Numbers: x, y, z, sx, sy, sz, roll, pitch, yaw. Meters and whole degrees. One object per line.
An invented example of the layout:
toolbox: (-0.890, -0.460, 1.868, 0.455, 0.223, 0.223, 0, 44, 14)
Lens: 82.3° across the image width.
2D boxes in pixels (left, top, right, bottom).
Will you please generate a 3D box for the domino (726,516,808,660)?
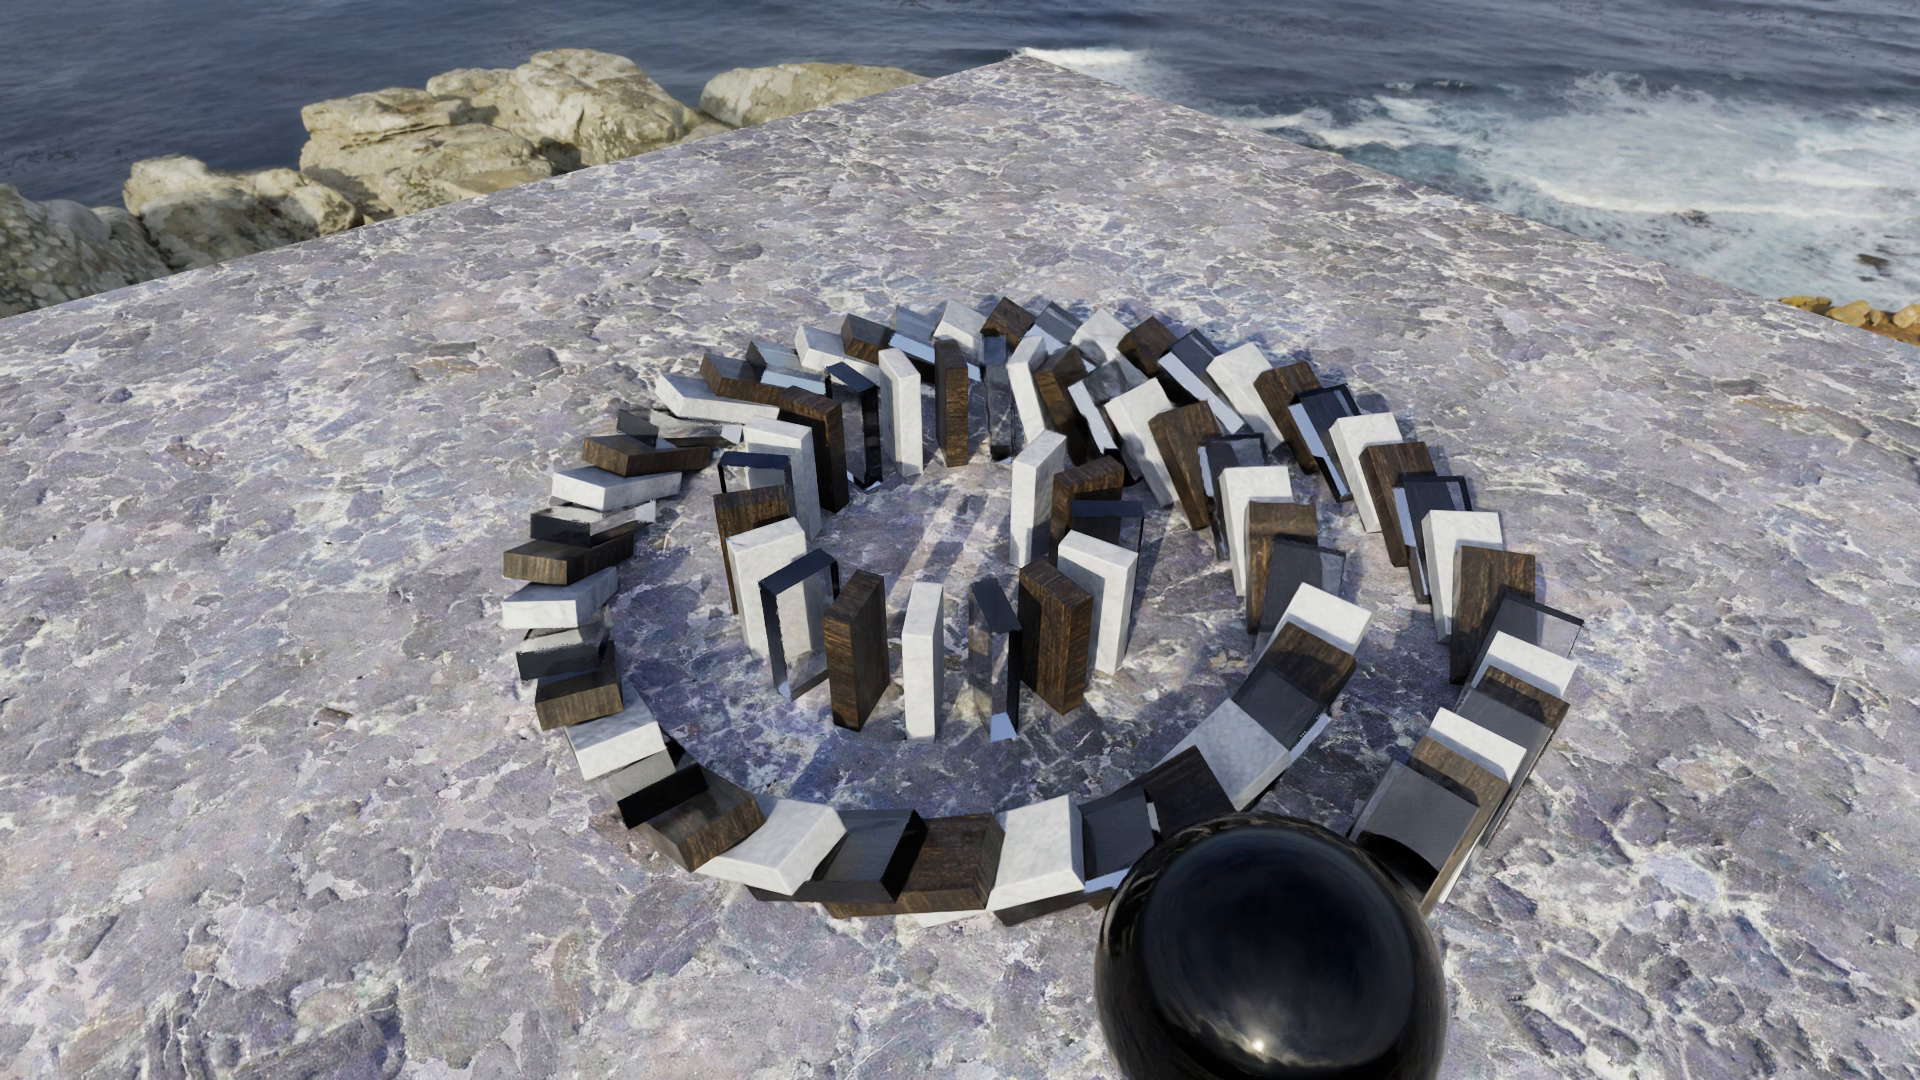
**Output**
domino: (-0.066, 0.018, 0.390, 0.025, 0.050, 0.010, -19, 43, -22)

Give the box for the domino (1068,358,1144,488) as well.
domino: (0.069, -0.051, 0.477, 0.025, 0.050, 0.010, -36, 12, -36)

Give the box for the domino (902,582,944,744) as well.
domino: (-0.012, 0.041, 0.362, 0.010, 0.050, 0.025, 4, 40, 5)

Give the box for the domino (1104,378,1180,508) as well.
domino: (0.085, -0.042, 0.470, 0.025, 0.009, 0.050, -29, 90, -31)

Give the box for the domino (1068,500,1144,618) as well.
domino: (0.052, 0.008, 0.401, 0.025, 0.050, 0.010, 0, 39, 0)

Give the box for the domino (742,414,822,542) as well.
domino: (-0.071, -0.024, 0.441, 0.025, 0.050, 0.010, 14, 41, 16)

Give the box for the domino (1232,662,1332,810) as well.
domino: (0.091, 0.065, 0.347, 0.050, 0.010, 0.025, -45, 53, -9)

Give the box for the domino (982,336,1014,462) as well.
domino: (0.017, -0.062, 0.487, 0.010, 0.050, 0.025, -3, 39, 5)

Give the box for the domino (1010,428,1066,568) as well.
domino: (0.030, -0.015, 0.430, 0.009, 0.050, 0.025, 22, 44, 24)

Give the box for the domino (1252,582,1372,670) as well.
domino: (0.117, 0.042, 0.375, 0.025, 0.010, 0.050, 26, 73, 28)

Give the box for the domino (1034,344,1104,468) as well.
domino: (0.051, -0.057, 0.483, 0.009, 0.050, 0.025, -8, 29, 39)

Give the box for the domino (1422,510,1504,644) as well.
domino: (0.189, 0.014, 0.410, 0.025, 0.010, 0.050, 2, 65, 3)

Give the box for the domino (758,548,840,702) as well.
domino: (-0.053, 0.029, 0.376, 0.025, 0.050, 0.010, -31, 49, -32)

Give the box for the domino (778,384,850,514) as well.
domino: (-0.060, -0.037, 0.457, 0.025, 0.050, 0.009, 22, 44, 25)

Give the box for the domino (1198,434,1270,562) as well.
domino: (0.114, -0.018, 0.445, 0.025, 0.009, 0.050, -4, 72, -5)

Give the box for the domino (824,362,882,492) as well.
domino: (-0.045, -0.048, 0.470, 0.009, 0.050, 0.025, -28, 47, -30)

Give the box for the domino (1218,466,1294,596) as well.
domino: (0.118, -0.004, 0.429, 0.025, 0.010, 0.050, -2, 70, -3)

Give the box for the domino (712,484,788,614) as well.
domino: (-0.075, 0.004, 0.406, 0.025, 0.050, 0.009, -9, 40, -11)

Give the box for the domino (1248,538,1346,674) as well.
domino: (0.121, 0.026, 0.394, 0.025, 0.010, 0.050, 12, 69, 14)

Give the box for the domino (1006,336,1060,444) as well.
domino: (0.035, -0.062, 0.486, 0.009, 0.050, 0.025, -2, 36, 25)

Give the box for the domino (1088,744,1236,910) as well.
domino: (0.055, 0.084, 0.323, 0.050, 0.009, 0.025, -32, 42, 5)

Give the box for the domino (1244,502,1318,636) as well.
domino: (0.121, 0.011, 0.412, 0.025, 0.009, 0.050, 3, 68, 4)

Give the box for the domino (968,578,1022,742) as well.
domino: (0.011, 0.040, 0.363, 0.009, 0.050, 0.025, -11, 41, -13)

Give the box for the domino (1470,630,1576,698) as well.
domino: (0.177, 0.057, 0.357, 0.025, 0.010, 0.050, 26, 72, 28)

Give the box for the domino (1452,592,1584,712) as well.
domino: (0.188, 0.045, 0.372, 0.025, 0.010, 0.050, 24, 72, 26)

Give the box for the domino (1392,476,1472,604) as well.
domino: (0.187, -0.001, 0.428, 0.025, 0.009, 0.050, -1, 65, -1)

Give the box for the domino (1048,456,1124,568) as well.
domino: (0.047, -0.006, 0.419, 0.025, 0.050, 0.009, -20, 43, -22)

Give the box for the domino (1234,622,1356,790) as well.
domino: (0.105, 0.054, 0.361, 0.025, 0.010, 0.050, 31, 75, 32)

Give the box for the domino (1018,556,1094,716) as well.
domino: (0.031, 0.033, 0.371, 0.010, 0.050, 0.025, -27, 46, -29)

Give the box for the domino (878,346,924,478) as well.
domino: (-0.026, -0.056, 0.479, 0.009, 0.050, 0.025, -15, 42, -18)

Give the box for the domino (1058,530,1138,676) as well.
domino: (0.046, 0.022, 0.384, 0.025, 0.050, 0.009, 20, 44, 23)

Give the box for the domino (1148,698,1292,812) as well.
domino: (0.074, 0.075, 0.335, 0.050, 0.009, 0.025, -41, 49, -5)

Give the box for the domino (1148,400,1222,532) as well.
domino: (0.100, -0.031, 0.459, 0.025, 0.010, 0.050, -17, 80, -20)

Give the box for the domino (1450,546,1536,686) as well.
domino: (0.190, 0.028, 0.392, 0.025, 0.010, 0.050, 8, 67, 10)

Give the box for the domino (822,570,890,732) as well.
domino: (-0.034, 0.037, 0.366, 0.009, 0.050, 0.025, 14, 41, 17)

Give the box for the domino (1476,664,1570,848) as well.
domino: (0.165, 0.067, 0.343, 0.025, 0.009, 0.050, 30, 79, 31)

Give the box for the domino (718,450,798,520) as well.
domino: (-0.077, -0.010, 0.424, 0.025, 0.050, 0.010, 5, 40, 6)

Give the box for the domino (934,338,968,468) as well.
domino: (-0.004, -0.060, 0.485, 0.010, 0.050, 0.025, -8, 40, -10)
